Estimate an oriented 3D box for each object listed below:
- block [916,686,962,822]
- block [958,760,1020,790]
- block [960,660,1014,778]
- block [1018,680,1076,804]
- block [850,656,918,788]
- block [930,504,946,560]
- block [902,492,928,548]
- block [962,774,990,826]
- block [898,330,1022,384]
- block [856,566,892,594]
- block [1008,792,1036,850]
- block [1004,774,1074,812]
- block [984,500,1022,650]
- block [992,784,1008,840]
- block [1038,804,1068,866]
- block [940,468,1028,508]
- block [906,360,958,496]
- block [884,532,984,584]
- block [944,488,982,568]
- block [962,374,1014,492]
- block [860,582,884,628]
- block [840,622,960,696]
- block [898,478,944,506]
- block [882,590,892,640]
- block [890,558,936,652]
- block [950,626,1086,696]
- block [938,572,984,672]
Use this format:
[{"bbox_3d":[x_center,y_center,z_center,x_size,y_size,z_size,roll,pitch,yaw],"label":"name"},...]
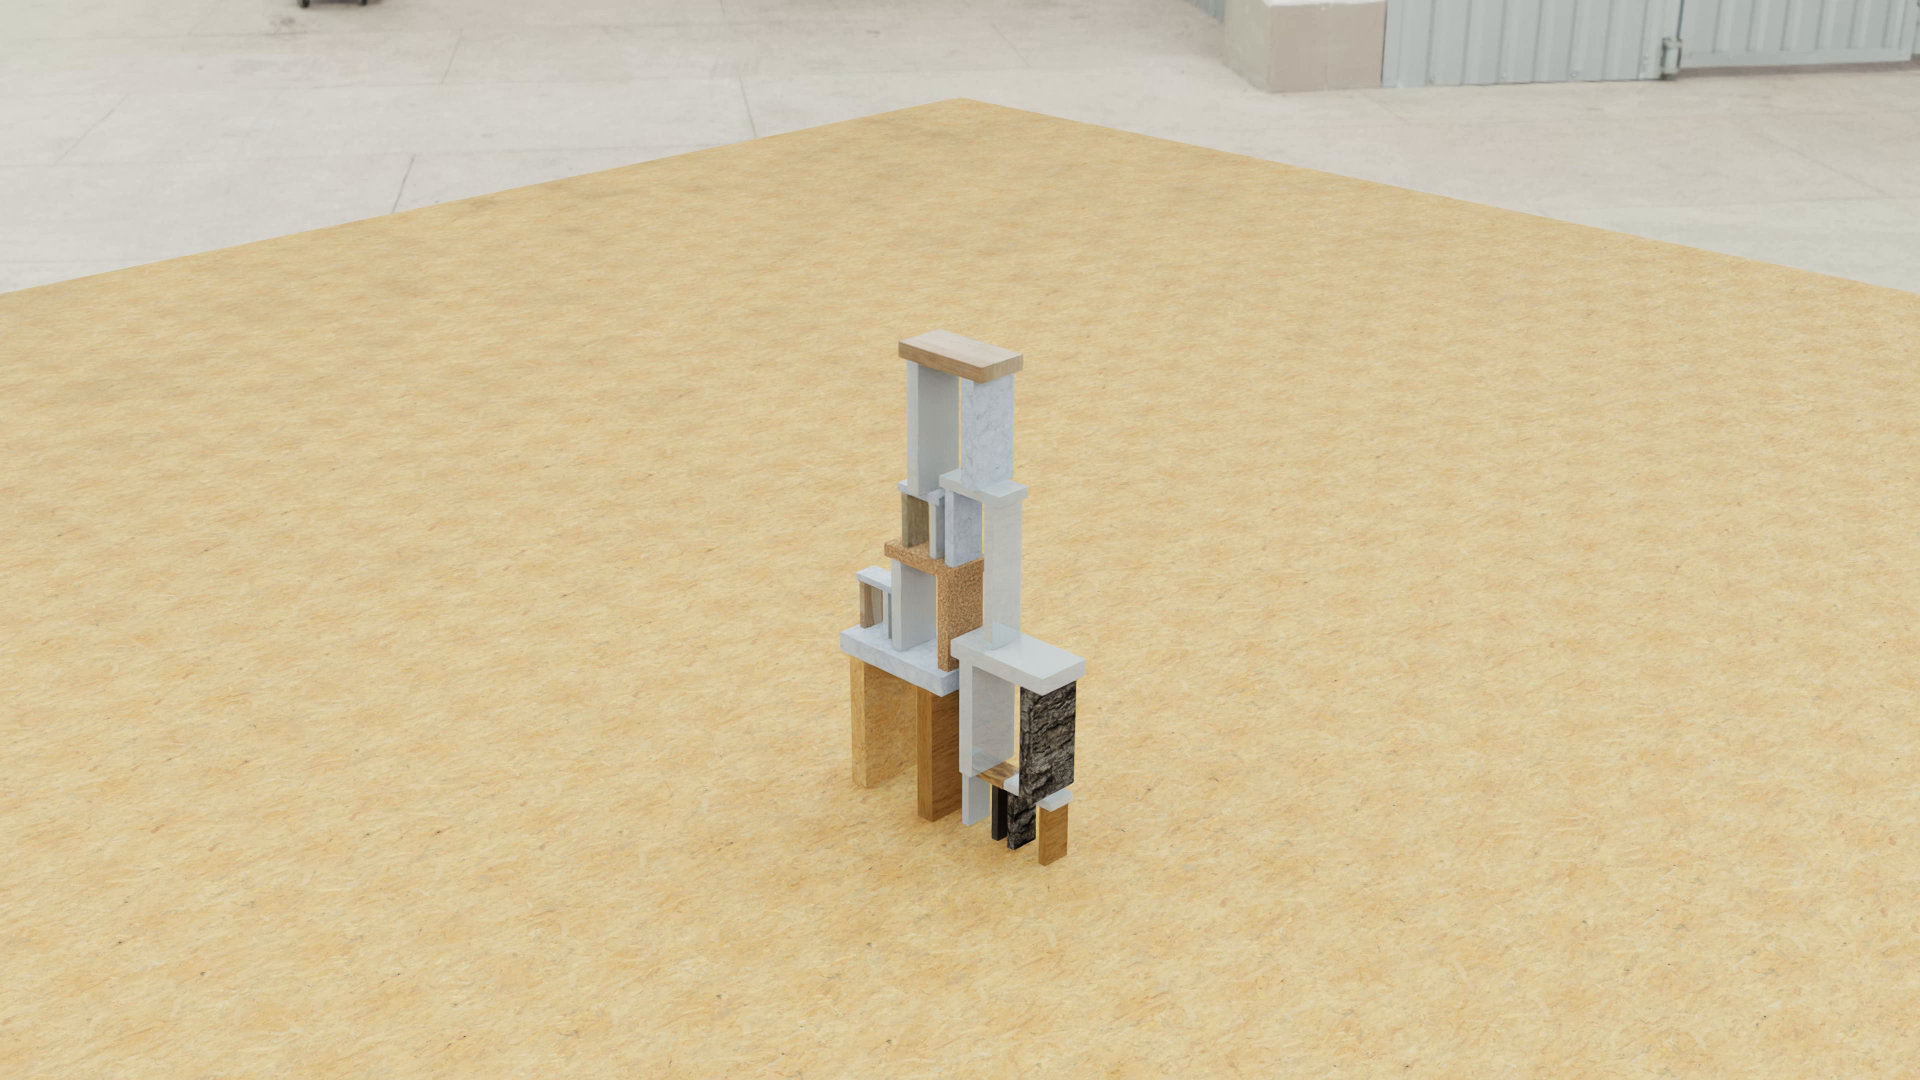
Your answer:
[{"bbox_3d":[-0.019,0.407,4.425,0.042,0.293,0.147,21,31,41],"label":"block"},{"bbox_3d":[0.061,0.454,4.355,0.122,0.017,0.061,21,31,40],"label":"block"},{"bbox_3d":[0.053,0.331,4.309,0.034,0.245,0.121,21,31,40],"label":"block"},{"bbox_3d":[0.167,0.373,4.204,0.034,0.241,0.121,21,31,40],"label":"block"},{"bbox_3d":[-0.157,0.353,4.552,0.042,0.293,0.147,21,31,41],"label":"block"},{"bbox_3d":[-0.033,-0.025,4.244,0.016,0.114,0.057,21,31,40],"label":"block"},{"bbox_3d":[-0.088,-0.046,4.294,0.057,0.114,0.016,-21,30,-40],"label":"block"},{"bbox_3d":[0.032,0.507,4.409,0.017,0.122,0.061,21,31,41],"label":"block"},{"bbox_3d":[0.000,-0.342,4.081,0.109,0.031,0.218,-21,31,-41],"label":"block"},{"bbox_3d":[-0.156,0.079,4.432,0.103,0.015,0.052,21,31,41],"label":"block"},{"bbox_3d":[0.122,0.541,4.324,0.018,0.126,0.063,21,31,41],"label":"block"},{"bbox_3d":[0.152,0.487,4.269,0.126,0.018,0.063,21,31,40],"label":"block"},{"bbox_3d":[0.081,0.060,4.166,0.022,0.296,0.079,21,31,40],"label":"block"},{"bbox_3d":[0.090,0.529,4.356,0.017,0.122,0.061,21,31,41],"label":"block"},{"bbox_3d":[0.181,0.564,4.269,0.018,0.126,0.063,21,31,41],"label":"block"},{"bbox_3d":[0.044,-0.101,4.138,0.157,0.022,0.079,21,31,41],"label":"block"},{"bbox_3d":[-0.052,-0.225,4.187,0.031,0.267,0.109,21,31,40],"label":"block"},{"bbox_3d":[-0.045,0.031,4.294,0.195,0.028,0.098,21,31,41],"label":"block"},{"bbox_3d":[0.007,-0.033,4.208,0.022,0.158,0.079,21,31,41],"label":"block"},{"bbox_3d":[0.052,-0.207,4.082,0.031,0.218,0.109,21,31,41],"label":"block"},{"bbox_3d":[-0.180,0.124,4.478,0.052,0.104,0.015,-21,31,-41],"label":"block"},{"bbox_3d":[-0.088,0.226,4.423,0.147,0.042,0.293,-21,31,-41],"label":"block"},{"bbox_3d":[-0.061,-0.096,4.245,0.057,0.016,0.114,-21,31,-40],"label":"block"},{"bbox_3d":[-0.131,0.143,4.433,0.052,0.103,0.015,-21,31,-41],"label":"block"},{"bbox_3d":[-0.091,0.116,4.380,0.098,0.195,0.028,-21,31,-41],"label":"block"},{"bbox_3d":[0.110,0.225,4.202,0.241,0.034,0.121,21,31,40],"label":"block"},{"bbox_3d":[0.001,0.152,4.296,0.028,0.195,0.098,21,31,41],"label":"block"}]
